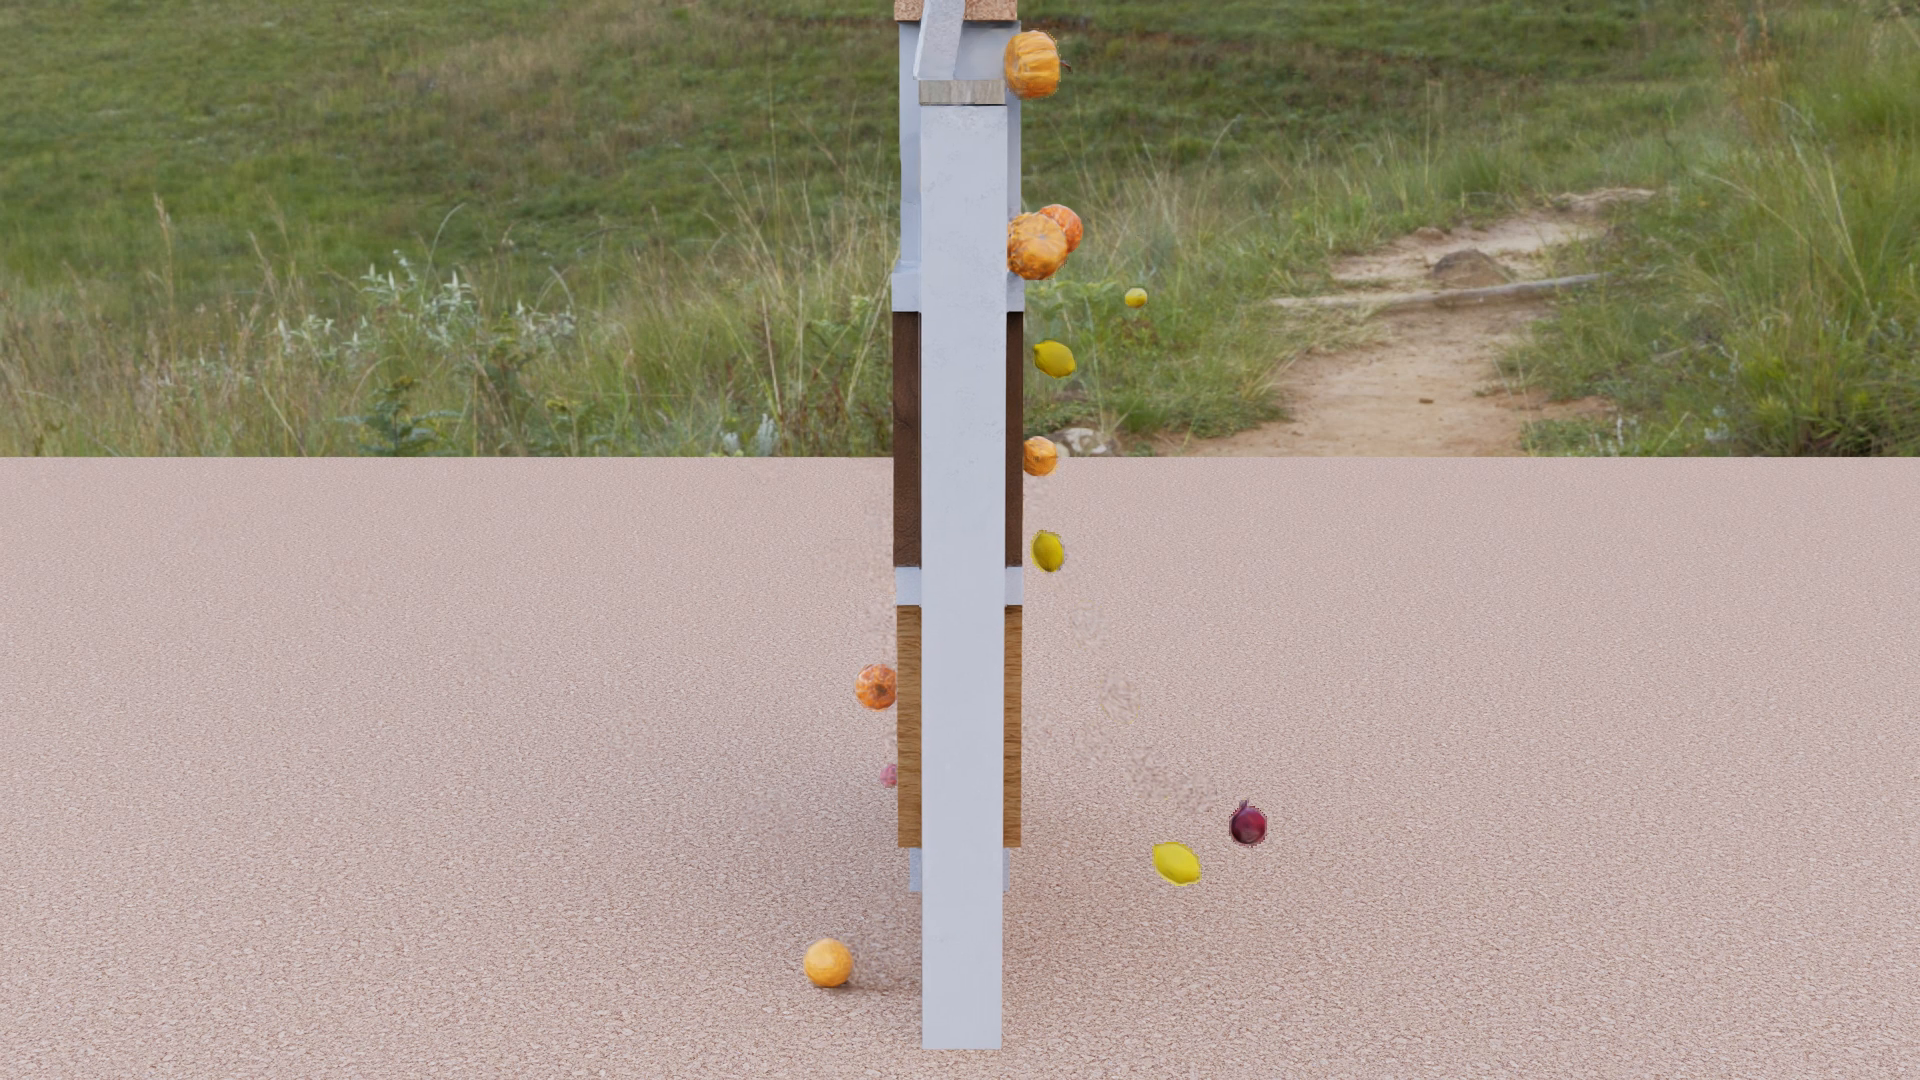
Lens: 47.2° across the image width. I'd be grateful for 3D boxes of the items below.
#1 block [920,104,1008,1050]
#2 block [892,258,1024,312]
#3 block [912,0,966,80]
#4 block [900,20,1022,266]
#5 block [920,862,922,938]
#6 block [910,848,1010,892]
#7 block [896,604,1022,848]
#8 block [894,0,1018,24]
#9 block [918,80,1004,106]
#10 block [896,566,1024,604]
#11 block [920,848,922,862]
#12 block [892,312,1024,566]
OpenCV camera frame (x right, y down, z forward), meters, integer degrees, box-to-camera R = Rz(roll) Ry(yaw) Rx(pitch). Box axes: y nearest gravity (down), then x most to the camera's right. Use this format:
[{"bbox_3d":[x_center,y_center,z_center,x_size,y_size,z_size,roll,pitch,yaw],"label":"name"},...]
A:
[{"bbox_3d":[0.003,0.074,2.933,0.110,1.283,0.031,0,12,-3],"label":"block"},{"bbox_3d":[-0.003,-0.364,3.121,0.178,0.050,0.356,0,11,0],"label":"block"},{"bbox_3d":[-0.017,-0.740,2.967,0.053,0.238,0.015,1,20,-26],"label":"block"},{"bbox_3d":[0.001,-0.553,3.078,0.168,0.336,0.048,0,10,0],"label":"block"},{"bbox_3d":[-0.003,0.564,3.222,0.108,0.215,0.030,0,11,0],"label":"block"},{"bbox_3d":[-0.001,0.420,3.673,0.167,0.334,0.047,0,11,0],"label":"block"},{"bbox_3d":[-0.001,0.257,3.130,0.176,0.361,0.050,0,11,0],"label":"block"},{"bbox_3d":[-0.002,-0.763,3.157,0.168,0.048,0.336,0,11,1],"label":"block"},{"bbox_3d":[0.001,-0.590,2.906,0.110,0.031,0.220,0,11,0],"label":"block"},{"bbox_3d":[-0.001,0.033,3.207,0.175,0.050,0.351,0,11,0],"label":"block"},{"bbox_3d":[-0.005,0.430,3.270,0.108,0.030,0.215,0,11,-1],"label":"block"},{"bbox_3d":[-0.003,-0.142,3.041,0.178,0.356,0.050,0,10,0],"label":"block"}]
